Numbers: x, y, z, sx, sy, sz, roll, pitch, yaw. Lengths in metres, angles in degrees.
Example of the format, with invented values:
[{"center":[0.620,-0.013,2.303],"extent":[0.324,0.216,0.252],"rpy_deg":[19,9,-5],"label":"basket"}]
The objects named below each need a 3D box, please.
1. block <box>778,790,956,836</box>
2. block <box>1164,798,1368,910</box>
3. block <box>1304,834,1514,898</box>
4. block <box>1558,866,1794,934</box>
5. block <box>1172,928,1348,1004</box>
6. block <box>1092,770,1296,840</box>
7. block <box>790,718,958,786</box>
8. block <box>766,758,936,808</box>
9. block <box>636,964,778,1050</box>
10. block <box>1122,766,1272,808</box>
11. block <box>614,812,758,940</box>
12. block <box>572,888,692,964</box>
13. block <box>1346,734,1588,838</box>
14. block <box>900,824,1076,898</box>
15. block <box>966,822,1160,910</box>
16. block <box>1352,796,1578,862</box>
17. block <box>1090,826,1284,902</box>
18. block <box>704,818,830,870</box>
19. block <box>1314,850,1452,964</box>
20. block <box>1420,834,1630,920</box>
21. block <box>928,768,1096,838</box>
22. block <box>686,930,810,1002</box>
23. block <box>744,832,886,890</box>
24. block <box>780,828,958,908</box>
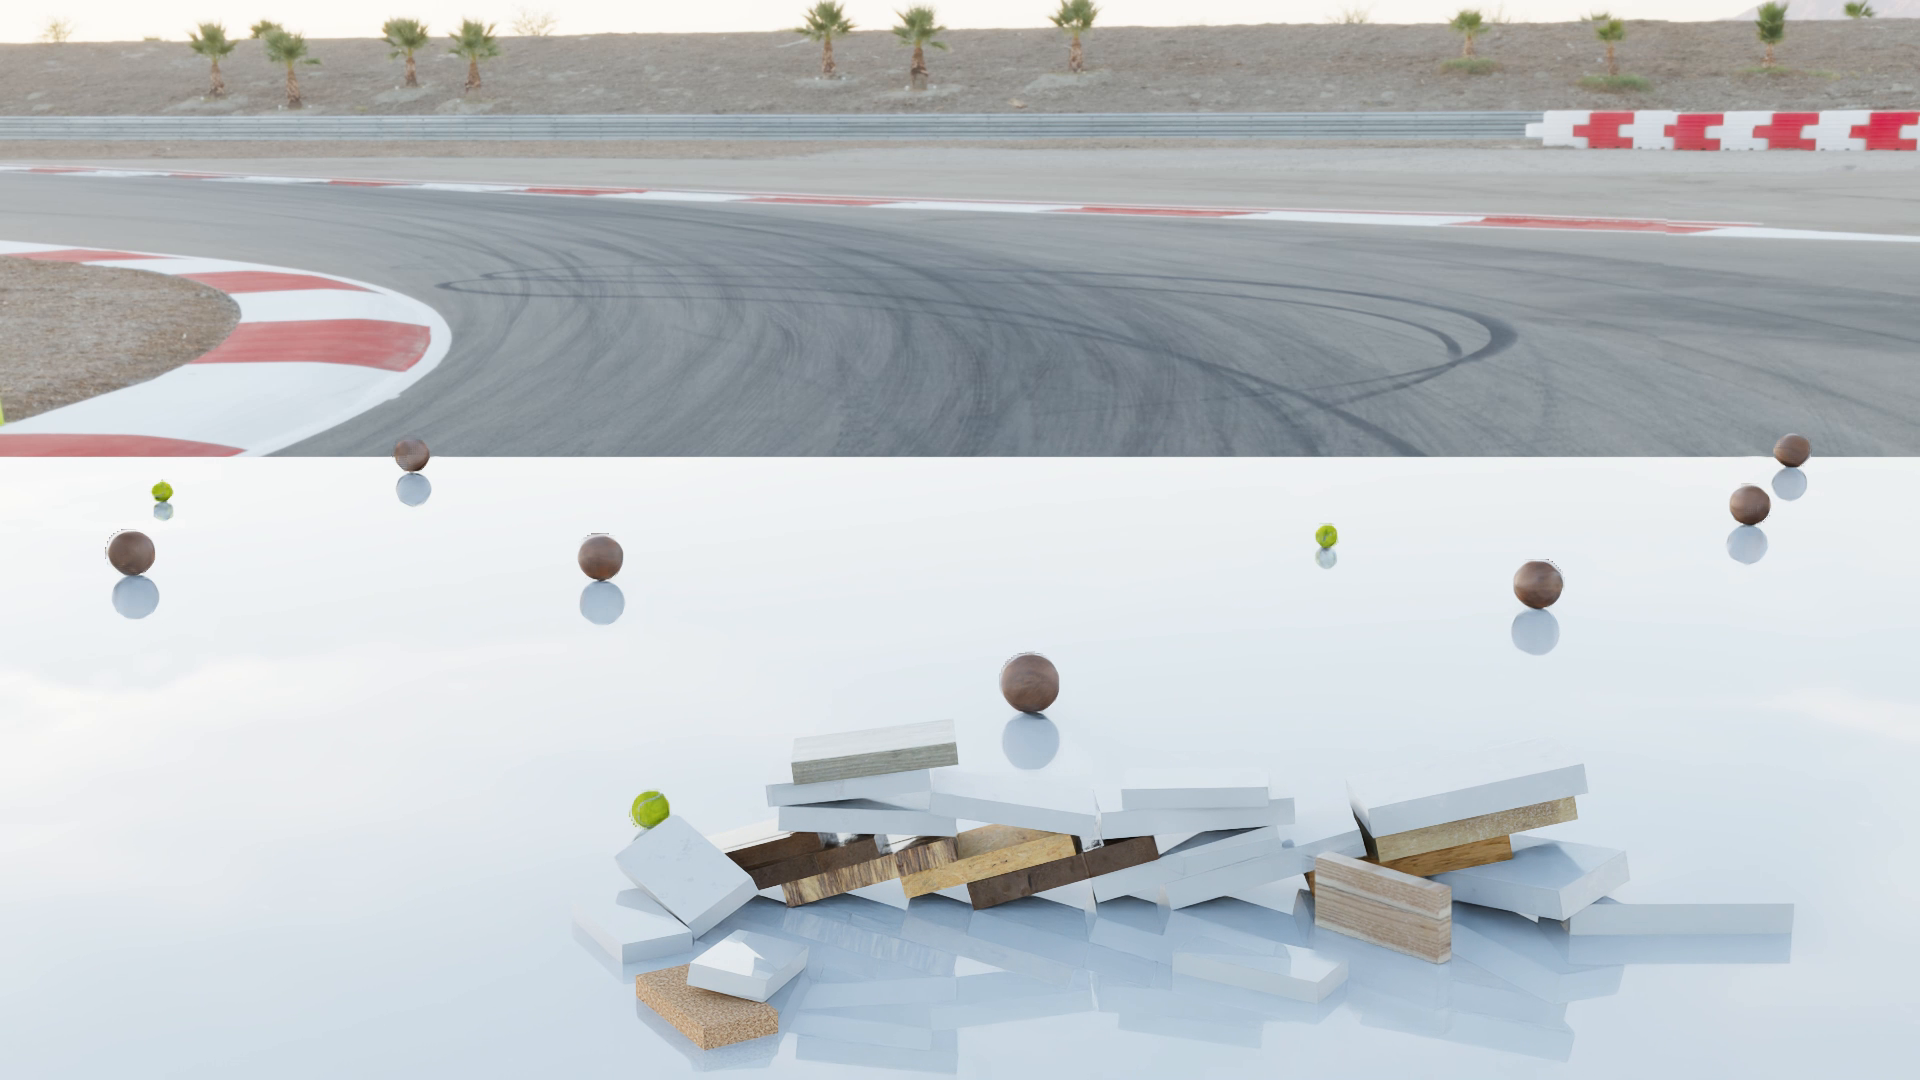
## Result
[{"center":[-0.153,0.443,3.644],"extent":[0.289,0.041,0.144],"rpy_deg":[2,12,-3],"label":"block"},{"center":[0.498,0.521,3.656],"extent":[0.329,0.047,0.165],"rpy_deg":[-16,10,4],"label":"block"},{"center":[0.734,0.513,3.658],"extent":[0.329,0.047,0.165],"rpy_deg":[-11,10,3],"label":"block"},{"center":[1.141,0.584,3.566],"extent":[0.354,0.050,0.177],"rpy_deg":[0,11,-1],"label":"block"},{"center":[0.452,0.640,3.311],"extent":[0.235,0.033,0.117],"rpy_deg":[7,12,31],"label":"block"},{"center":[0.382,0.436,3.630],"extent":[0.314,0.044,0.157],"rpy_deg":[-4,10,-1],"label":"block"},{"center":[-0.139,0.346,3.601],"extent":[0.267,0.038,0.134],"rpy_deg":[-7,12,0],"label":"block"},{"center":[-0.178,0.386,3.619],"extent":[0.267,0.038,0.134],"rpy_deg":[-6,12,4],"label":"block"},{"center":[-0.366,0.667,3.165],"extent":[0.115,0.033,0.230],"rpy_deg":[-7,12,-31],"label":"block"},{"center":[0.387,0.403,3.590],"extent":[0.235,0.033,0.117],"rpy_deg":[-2,11,11],"label":"block"},{"center":[-0.446,0.542,3.565],"extent":[0.126,0.036,0.253],"rpy_deg":[-35,36,-21],"label":"block"},{"center":[-0.521,0.609,3.478],"extent":[0.115,0.033,0.230],"rpy_deg":[-6,12,-29],"label":"block"},{"center":[0.828,0.403,3.614],"extent":[0.354,0.050,0.177],"rpy_deg":[-12,10,0],"label":"block"},{"center":[0.049,0.516,3.655],"extent":[0.289,0.041,0.144],"rpy_deg":[-16,10,7],"label":"block"},{"center":[0.168,0.526,3.653],"extent":[0.314,0.044,0.157],"rpy_deg":[-16,10,3],"label":"block"},{"center":[0.830,0.449,3.631],"extent":[0.329,0.047,0.165],"rpy_deg":[-12,10,-1],"label":"block"},{"center":[0.368,0.513,3.655],"extent":[0.314,0.044,0.157],"rpy_deg":[-17,10,3],"label":"block"},{"center":[-0.344,0.509,3.667],"extent":[0.253,0.036,0.126],"rpy_deg":[-15,10,8],"label":"block"},{"center":[0.659,0.573,3.436],"extent":[0.033,0.117,0.235],"rpy_deg":[-13,17,-42],"label":"block"},{"center":[0.892,0.540,3.604],"extent":[0.177,0.050,0.354],"rpy_deg":[-20,13,-36],"label":"block"},{"center":[0.086,0.430,3.611],"extent":[0.267,0.038,0.134],"rpy_deg":[8,12,0],"label":"block"},{"center":[-0.310,0.626,3.244],"extent":[0.115,0.033,0.230],"rpy_deg":[11,4,11],"label":"block"},{"center":[-0.253,0.523,3.651],"extent":[0.253,0.036,0.126],"rpy_deg":[-16,10,6],"label":"block"},{"center":[-0.147,0.530,3.660],"extent":[0.289,0.041,0.144],"rpy_deg":[-16,10,4],"label":"block"}]
